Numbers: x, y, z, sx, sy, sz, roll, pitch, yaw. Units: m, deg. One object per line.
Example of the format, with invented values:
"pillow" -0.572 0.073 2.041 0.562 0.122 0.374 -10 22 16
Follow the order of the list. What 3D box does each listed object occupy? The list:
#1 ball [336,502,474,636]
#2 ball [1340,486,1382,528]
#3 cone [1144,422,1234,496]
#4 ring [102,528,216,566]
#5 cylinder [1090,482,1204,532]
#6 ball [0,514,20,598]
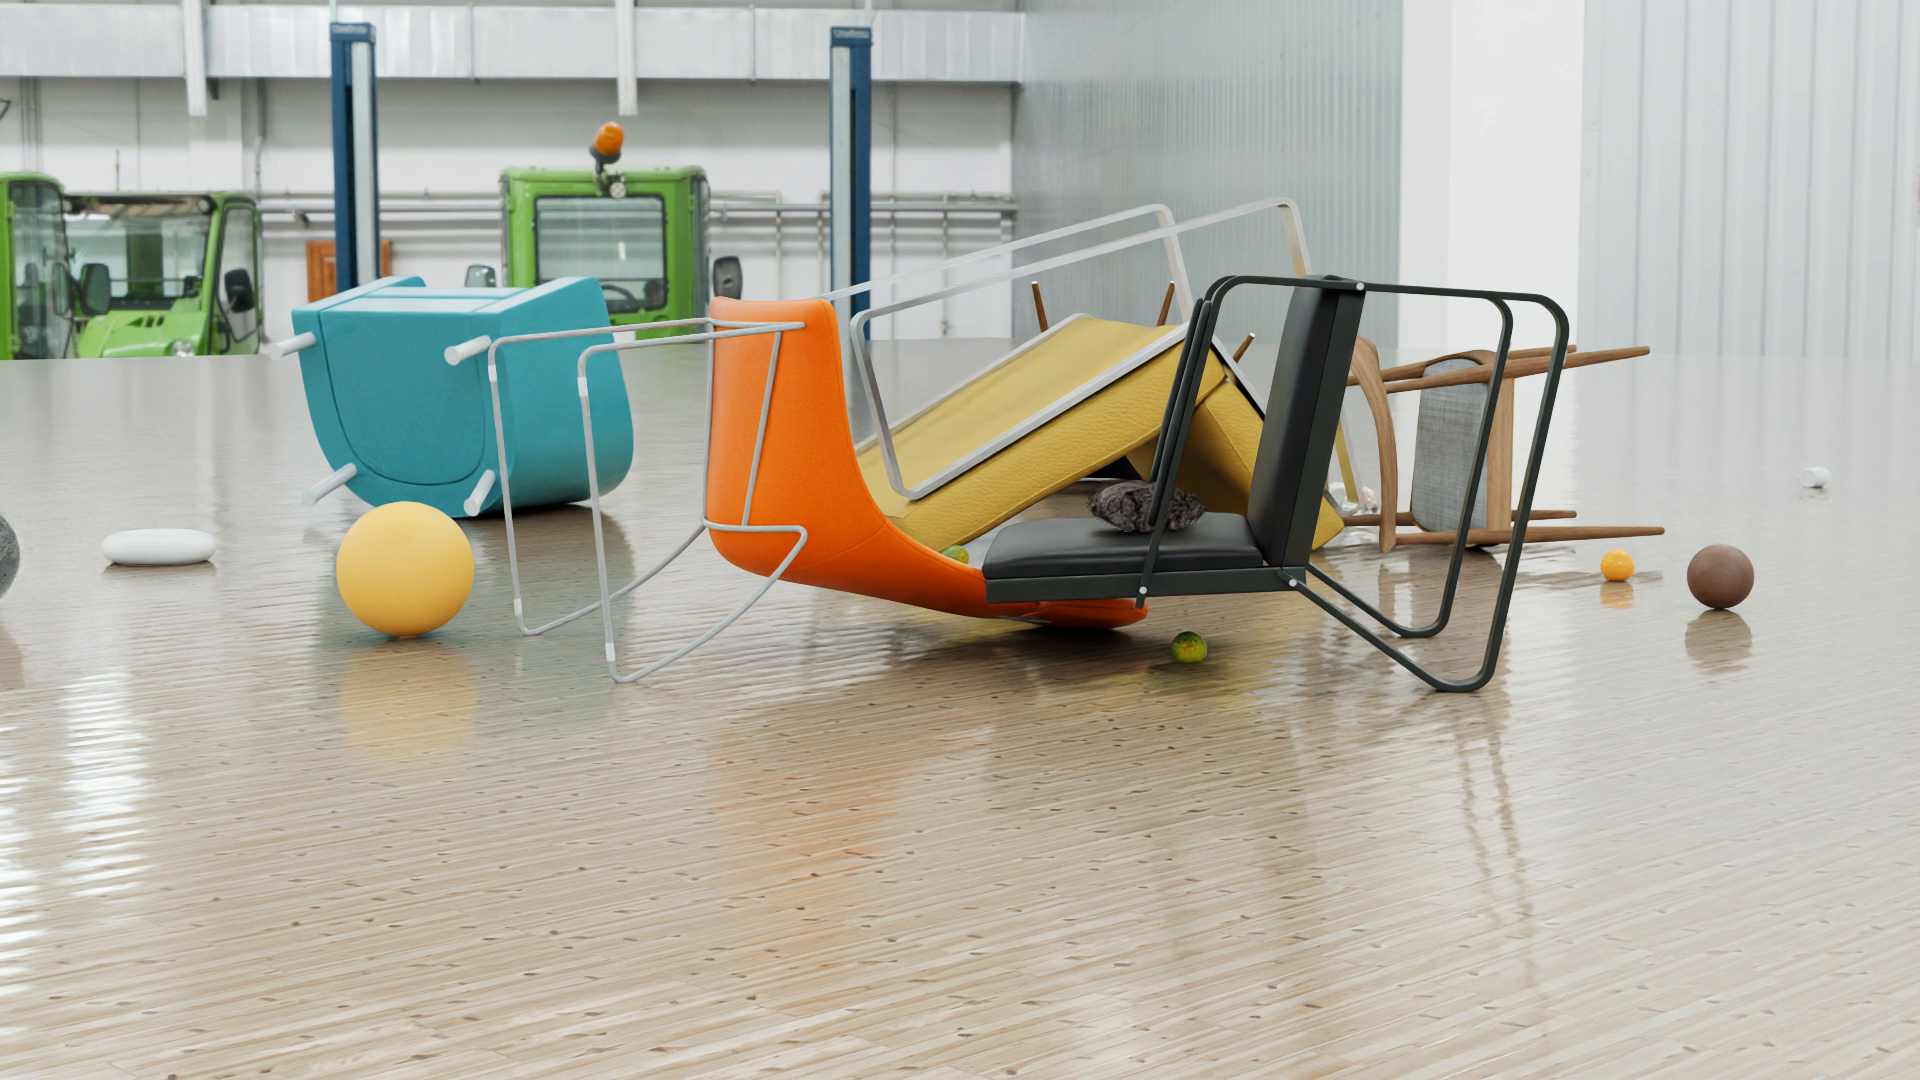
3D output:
"ball" -1.014 0.053 4.692 0.248 0.248 0.248 0 6 0
"ball" 1.048 -0.085 6.703 0.109 0.109 0.109 0 6 0
"cone" 0.628 -0.184 7.665 0.311 0.264 0.130 -27 -12 -29
"ring" -1.854 0.016 5.939 0.258 0.067 0.256 1 7 3
"cylinder" 0.316 -0.057 4.351 0.170 0.076 0.130 -2 6 -9
"ball" -1.955 0.032 5.011 0.223 0.223 0.223 0 6 0
